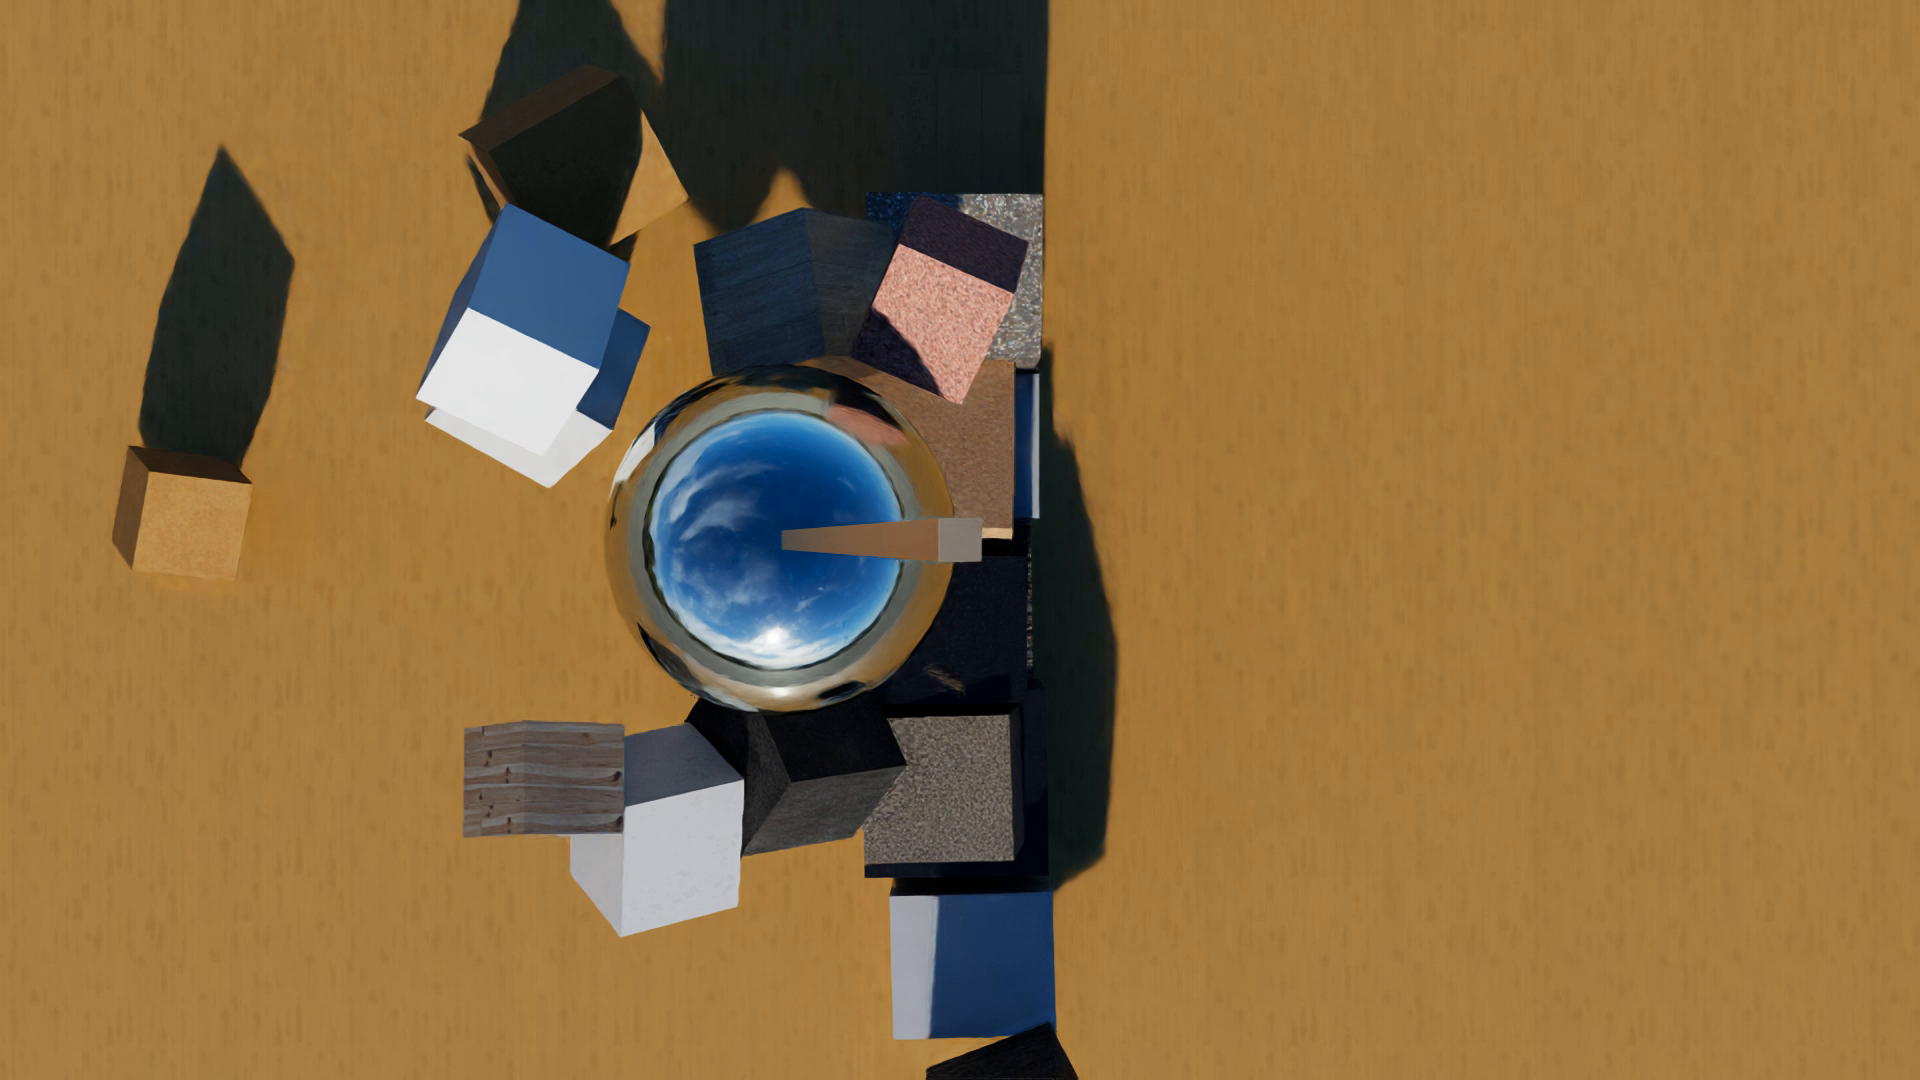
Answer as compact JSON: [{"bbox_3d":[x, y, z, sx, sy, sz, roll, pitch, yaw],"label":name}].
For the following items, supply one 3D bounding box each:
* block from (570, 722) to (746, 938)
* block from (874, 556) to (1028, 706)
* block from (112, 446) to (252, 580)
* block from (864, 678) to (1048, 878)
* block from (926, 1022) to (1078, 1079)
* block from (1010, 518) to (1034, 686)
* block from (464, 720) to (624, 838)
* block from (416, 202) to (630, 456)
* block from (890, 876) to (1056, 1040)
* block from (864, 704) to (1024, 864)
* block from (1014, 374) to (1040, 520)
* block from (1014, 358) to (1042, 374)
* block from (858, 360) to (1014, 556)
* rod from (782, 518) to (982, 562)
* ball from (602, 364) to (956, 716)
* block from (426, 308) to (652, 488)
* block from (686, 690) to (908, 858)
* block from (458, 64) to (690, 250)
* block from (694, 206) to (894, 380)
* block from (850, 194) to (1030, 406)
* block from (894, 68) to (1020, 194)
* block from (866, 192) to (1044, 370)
[{"bbox_3d":[-1.512,1.430,10.941,0.636,0.621,0.735,-10,118,-31],"label":"block"},{"bbox_3d":[-0.064,0.495,11.741,0.821,0.716,0.759,-1,85,0],"label":"block"},{"bbox_3d":[-4.436,-0.156,12.527,0.562,0.645,0.565,8,101,-32],"label":"block"},{"bbox_3d":[-0.026,1.338,12.536,1.011,0.929,1.022,-1,90,0],"label":"block"},{"bbox_3d":[0.322,3.272,11.865,0.738,0.800,0.798,-22,114,8],"label":"block"},{"bbox_3d":[-0.045,0.348,12.565,0.884,0.871,0.919,-1,90,0],"label":"block"},{"bbox_3d":[-1.978,1.143,10.439,0.524,0.583,0.518,6,79,-40],"label":"block"},{"bbox_3d":[-2.113,-1.021,10.678,0.666,0.800,0.675,26,133,-19],"label":"block"},{"bbox_3d":[0.070,2.337,12.533,0.895,0.935,0.786,-2,90,0],"label":"block"},{"bbox_3d":[-0.084,1.281,11.668,0.774,0.734,0.748,-2,90,6],"label":"block"},{"bbox_3d":[0.005,-0.525,12.634,0.874,0.732,0.808,0,90,0],"label":"block"},{"bbox_3d":[0.002,-1.382,12.513,0.896,0.971,0.883,0,90,0],"label":"block"},{"bbox_3d":[-0.204,-0.418,11.689,0.962,0.970,0.875,1,81,0],"label":"block"},{"bbox_3d":[-0.352,0.000,6.605,0.080,5.200,0.080,0,90,-8],"label":"rod"},{"bbox_3d":[-0.812,0.000,9.974,1.600,1.600,1.600,0,90,0],"label":"ball"},{"bbox_3d":[-2.362,-0.935,12.338,0.799,0.792,0.766,30,52,-23],"label":"block"},{"bbox_3d":[-0.841,1.025,11.127,0.667,0.708,0.816,-5,56,-35],"label":"block"},{"bbox_3d":[-2.019,-1.945,11.462,0.781,0.856,0.715,-32,115,-11],"label":"block"},{"bbox_3d":[-0.774,-1.165,10.875,0.700,0.707,0.719,-13,83,33],"label":"block"},{"bbox_3d":[-0.090,-1.085,9.914,0.547,0.514,0.624,23,124,-5],"label":"block"},{"bbox_3d":[-0.016,-2.234,12.654,0.714,0.692,0.808,0,90,0],"label":"block"},{"bbox_3d":[-0.035,-1.345,11.564,0.896,0.916,0.822,1,91,0],"label":"block"}]
